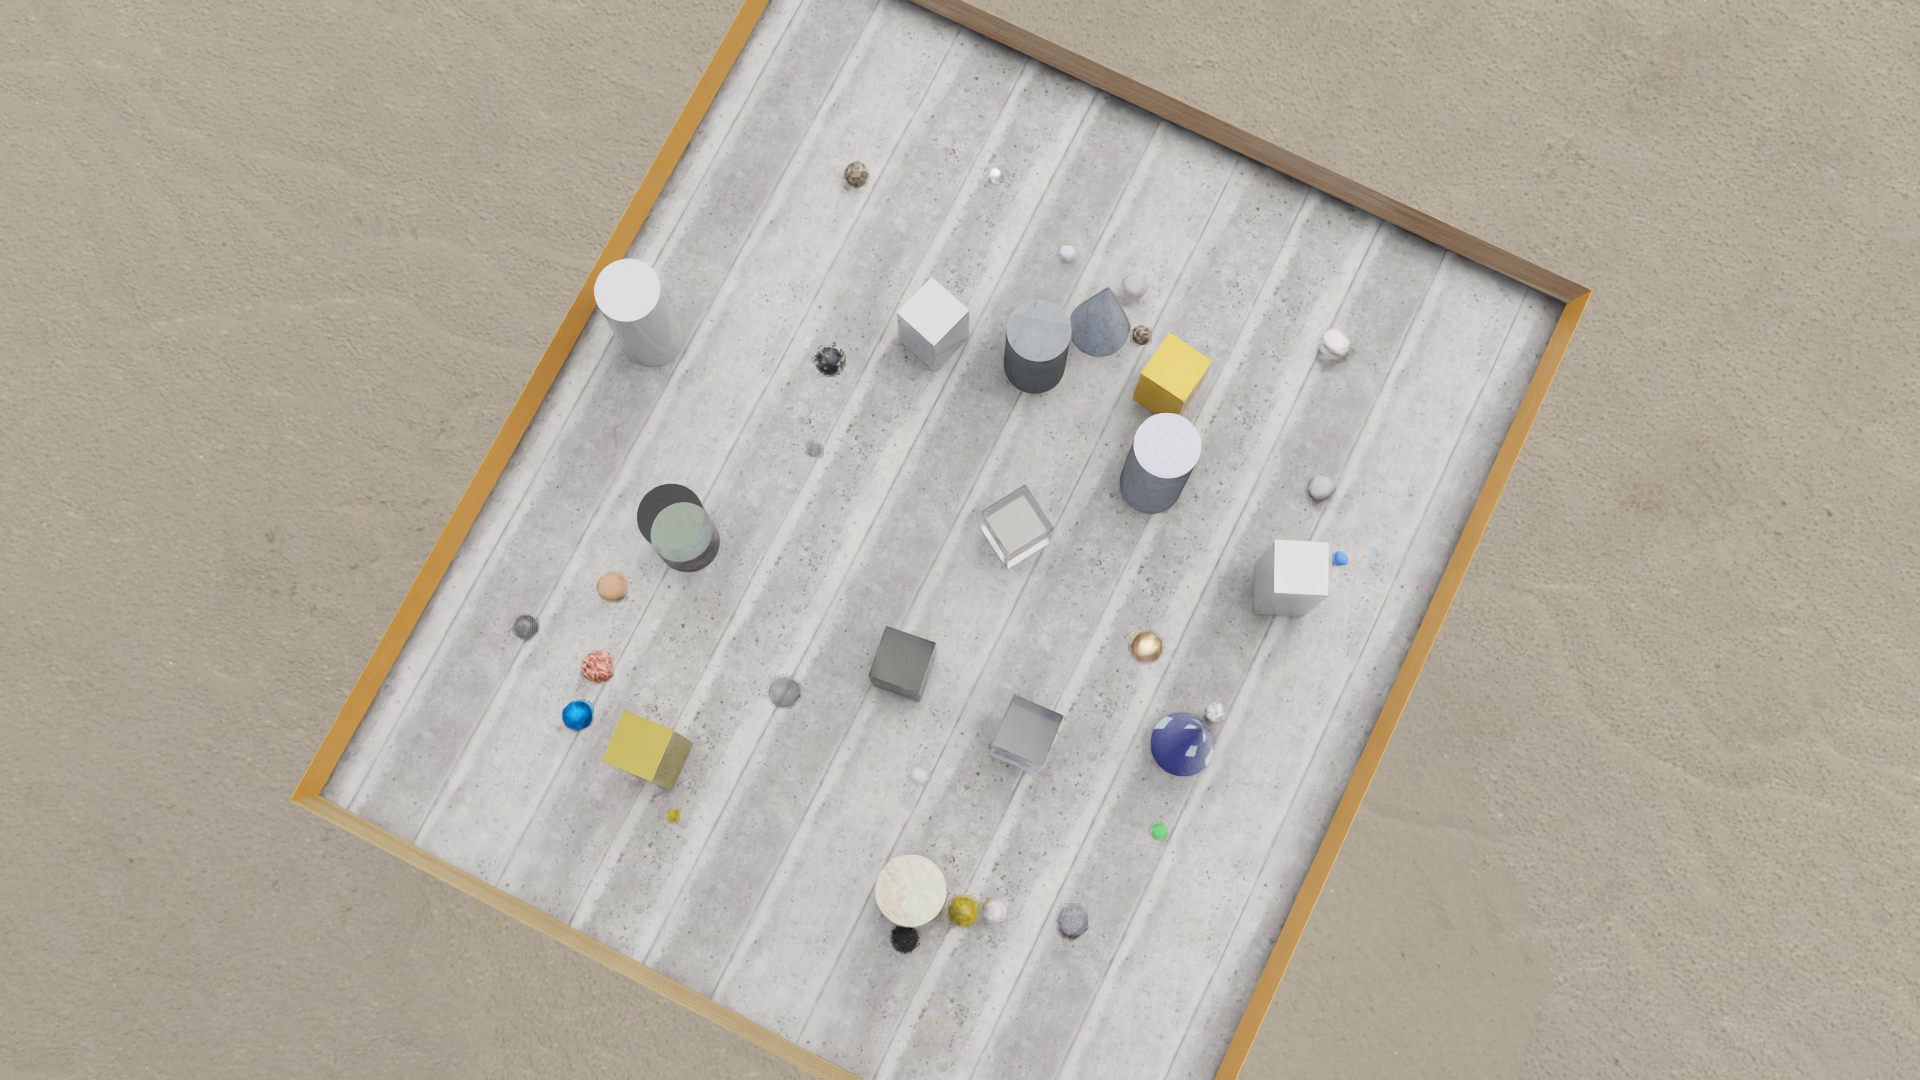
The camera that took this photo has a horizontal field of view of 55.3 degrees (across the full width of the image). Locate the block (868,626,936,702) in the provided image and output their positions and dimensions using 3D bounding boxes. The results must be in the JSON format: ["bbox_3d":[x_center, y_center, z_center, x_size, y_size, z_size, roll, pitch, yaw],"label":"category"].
[{"bbox_3d":[-0.167,0.369,5.421,0.154,0.234,0.154,18,79,4],"label":"block"}]

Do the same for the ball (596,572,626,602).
[{"bbox_3d":[-1.053,0.142,5.541,0.090,0.090,0.090,0,78,0],"label":"ball"}]

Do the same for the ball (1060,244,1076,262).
[{"bbox_3d":[0.340,-0.902,5.775,0.056,0.056,0.056,0,78,0],"label":"ball"}]

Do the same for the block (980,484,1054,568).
[{"bbox_3d":[0.169,-0.038,5.505,0.154,0.235,0.154,-32,80,-6],"label":"block"}]

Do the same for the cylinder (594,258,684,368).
[{"bbox_3d":[-0.964,-0.679,5.528,0.192,0.448,0.192,0,78,0],"label":"cylinder"}]

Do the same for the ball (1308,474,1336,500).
[{"bbox_3d":[1.108,-0.160,5.609,0.079,0.079,0.079,0,78,0],"label":"ball"}]

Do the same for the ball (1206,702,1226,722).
[{"bbox_3d":[0.763,0.515,5.480,0.059,0.059,0.059,0,78,0],"label":"ball"}]

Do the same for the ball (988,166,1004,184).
[{"bbox_3d":[0.113,-1.162,5.830,0.052,0.052,0.052,0,78,0],"label":"ball"}]

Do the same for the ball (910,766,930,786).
[{"bbox_3d":[-0.118,0.699,5.442,0.059,0.059,0.059,0,78,0],"label":"ball"}]

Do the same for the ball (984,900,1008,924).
[{"bbox_3d":[0.103,1.087,5.356,0.070,0.070,0.070,0,78,0],"label":"ball"}]

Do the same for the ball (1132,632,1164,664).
[{"bbox_3d":[0.562,0.322,5.501,0.096,0.096,0.096,0,78,0],"label":"ball"}]

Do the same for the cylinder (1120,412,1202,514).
[{"bbox_3d":[0.588,-0.222,5.426,0.192,0.463,0.192,0,78,0],"label":"cylinder"}]

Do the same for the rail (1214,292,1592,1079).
[{"bbox_3d":[1.228,0.608,5.426,0.045,0.125,3.141,26,80,5],"label":"rail"}]

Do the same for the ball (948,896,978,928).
[{"bbox_3d":[0.010,1.085,5.346,0.090,0.090,0.090,0,78,0],"label":"ball"}]

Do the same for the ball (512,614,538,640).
[{"bbox_3d":[-1.309,0.264,5.523,0.075,0.075,0.075,0,78,0],"label":"ball"}]

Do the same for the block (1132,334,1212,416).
[{"bbox_3d":[0.644,-0.486,5.576,0.154,0.276,0.154,35,80,7],"label":"block"}]

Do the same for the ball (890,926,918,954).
[{"bbox_3d":[-0.161,1.162,5.335,0.080,0.080,0.080,0,78,0],"label":"ball"}]

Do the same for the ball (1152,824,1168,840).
[{"bbox_3d":[0.589,0.861,5.413,0.049,0.049,0.049,0,78,0],"label":"ball"}]

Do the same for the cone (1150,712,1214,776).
[{"bbox_3d":[0.666,0.565,5.265,0.192,0.459,0.192,0,78,0],"label":"cone"}]

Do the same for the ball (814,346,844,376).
[{"bbox_3d":[-0.406,-0.555,5.686,0.090,0.090,0.090,0,78,0],"label":"ball"}]

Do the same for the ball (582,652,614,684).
[{"bbox_3d":[-1.086,0.381,5.490,0.094,0.094,0.094,0,78,0],"label":"ball"}]

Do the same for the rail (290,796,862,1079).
[{"bbox_3d":[-0.692,1.362,5.270,2.792,0.125,0.045,26,80,5],"label":"rail"}]

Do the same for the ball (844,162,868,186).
[{"bbox_3d":[-0.328,-1.161,5.817,0.077,0.077,0.077,0,78,0],"label":"ball"}]

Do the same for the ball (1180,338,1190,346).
[{"bbox_3d":[0.674,-0.587,5.695,0.083,0.083,0.083,0,78,0],"label":"ball"}]

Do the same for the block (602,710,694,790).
[{"bbox_3d":[-0.899,0.612,5.298,0.154,0.376,0.154,22,79,4],"label":"block"}]

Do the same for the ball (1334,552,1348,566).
[{"bbox_3d":[1.161,0.057,5.581,0.046,0.046,0.046,0,78,0],"label":"ball"}]

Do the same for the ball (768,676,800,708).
[{"bbox_3d":[-0.524,0.455,5.474,0.095,0.095,0.095,0,78,0],"label":"ball"}]

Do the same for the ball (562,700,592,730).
[{"bbox_3d":[-1.140,0.523,5.463,0.089,0.089,0.089,0,78,0],"label":"ball"}]

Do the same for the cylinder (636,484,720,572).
[{"bbox_3d":[-0.831,-0.032,5.436,0.192,0.366,0.192,0,78,0],"label":"cylinder"}]

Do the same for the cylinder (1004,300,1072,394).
[{"bbox_3d":[0.233,-0.584,5.566,0.192,0.335,0.192,0,78,0],"label":"cylinder"}]

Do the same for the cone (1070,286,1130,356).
[{"bbox_3d":[0.437,-0.706,5.567,0.192,0.384,0.192,0,78,0],"label":"cone"}]

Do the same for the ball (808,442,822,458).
[{"bbox_3d":[-0.446,-0.278,5.649,0.048,0.048,0.048,0,78,0],"label":"ball"}]

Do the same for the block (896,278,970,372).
[{"bbox_3d":[-0.081,-0.657,5.615,0.154,0.268,0.154,43,81,8],"label":"block"}]

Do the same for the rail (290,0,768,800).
[{"bbox_3d":[-1.228,-0.594,5.675,0.045,0.125,3.141,26,80,5],"label":"rail"}]

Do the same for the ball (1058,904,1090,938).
[{"bbox_3d":[0.330,1.110,5.340,0.093,0.093,0.093,0,78,0],"label":"ball"}]

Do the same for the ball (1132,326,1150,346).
[{"bbox_3d":[0.562,-0.635,5.685,0.060,0.060,0.060,0,78,0],"label":"ball"}]

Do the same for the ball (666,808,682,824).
[{"bbox_3d":[-0.848,0.818,5.424,0.046,0.046,0.046,0,78,0],"label":"ball"}]

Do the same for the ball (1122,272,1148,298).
[{"bbox_3d":[0.548,-0.797,5.740,0.081,0.081,0.081,0,78,0],"label":"ball"}]

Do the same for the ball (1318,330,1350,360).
[{"bbox_3d":[1.163,-0.608,5.694,0.094,0.094,0.094,0,78,0],"label":"ball"}]

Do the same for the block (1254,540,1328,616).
[{"bbox_3d":[0.973,0.116,5.403,0.154,0.372,0.154,3,78,1],"label":"block"}]

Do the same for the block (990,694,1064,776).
[{"bbox_3d":[0.192,0.569,5.321,0.154,0.348,0.154,23,79,5],"label":"block"}]

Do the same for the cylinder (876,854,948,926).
[{"bbox_3d":[-0.133,0.993,5.173,0.192,0.465,0.192,0,78,0],"label":"cylinder"}]

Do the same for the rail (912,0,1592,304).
[{"bbox_3d":[0.692,-1.348,5.831,2.792,0.125,0.045,26,80,5],"label":"rail"}]
